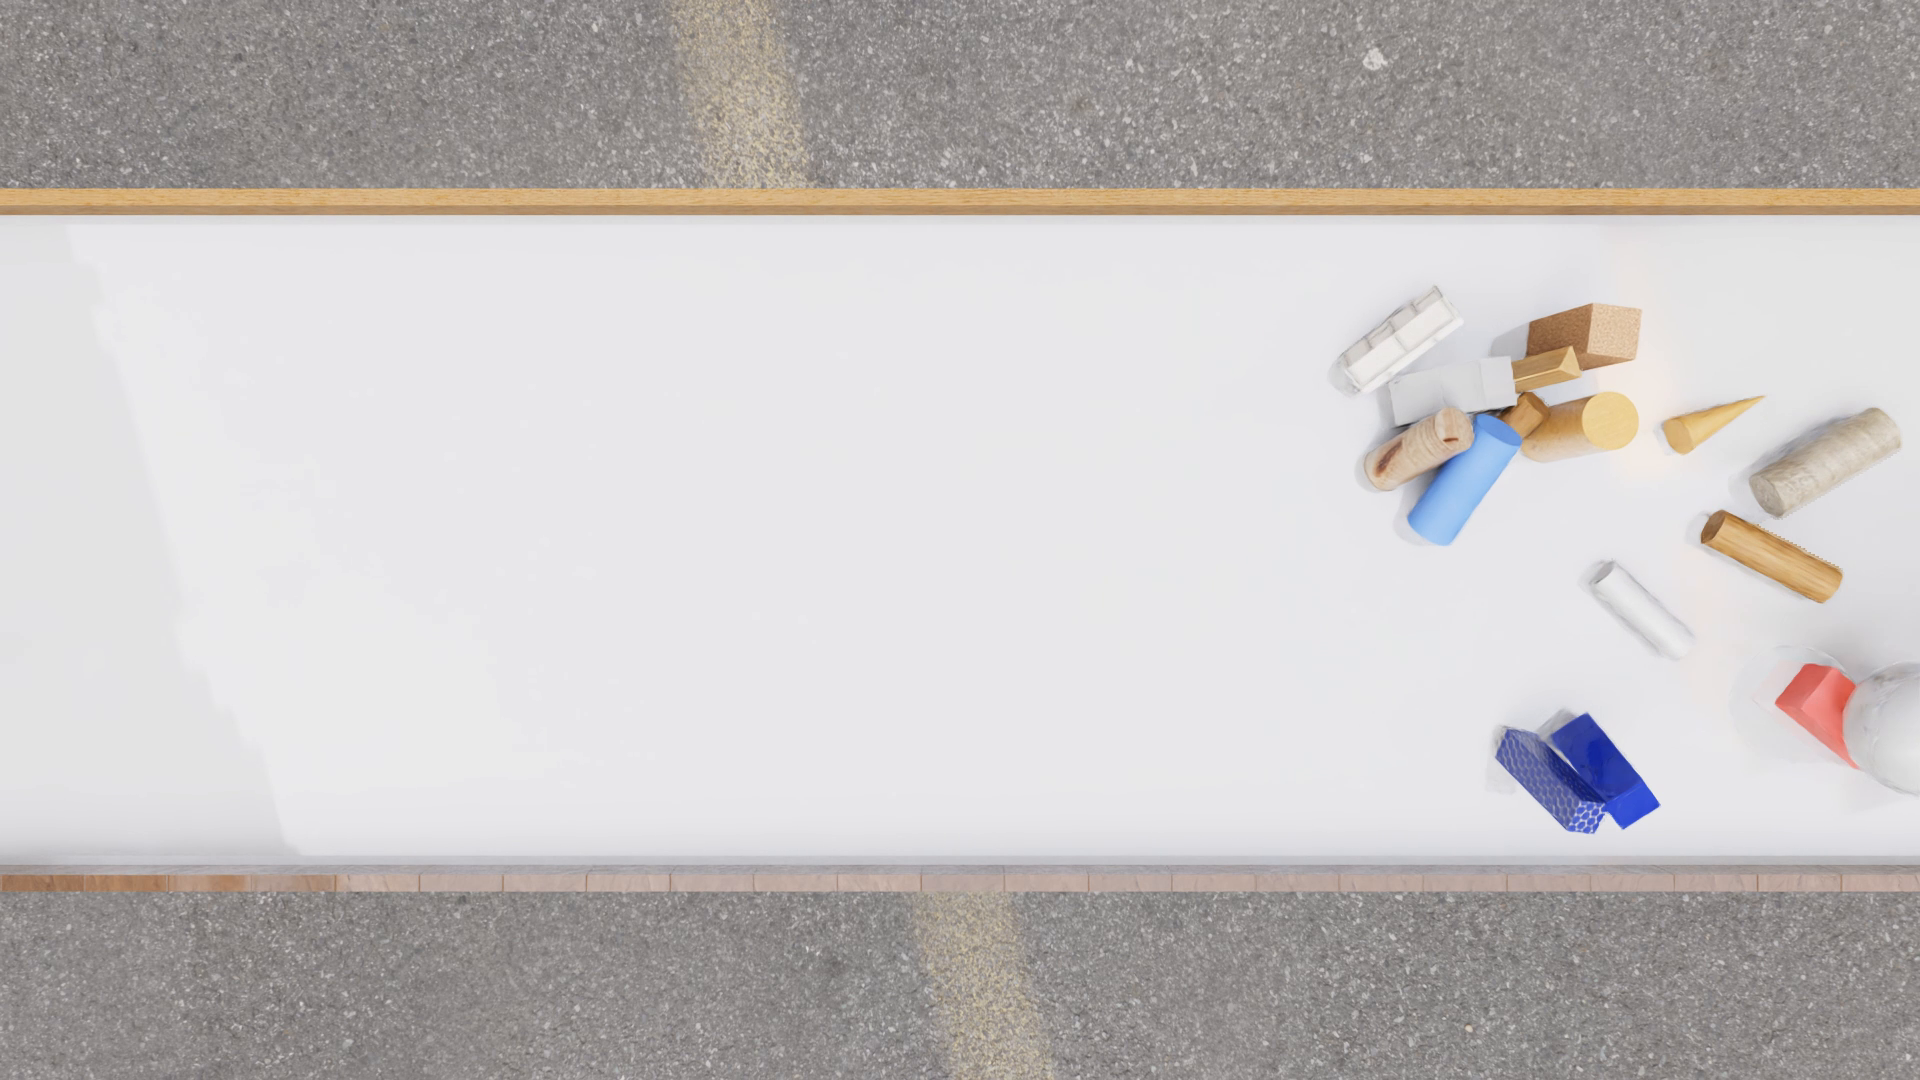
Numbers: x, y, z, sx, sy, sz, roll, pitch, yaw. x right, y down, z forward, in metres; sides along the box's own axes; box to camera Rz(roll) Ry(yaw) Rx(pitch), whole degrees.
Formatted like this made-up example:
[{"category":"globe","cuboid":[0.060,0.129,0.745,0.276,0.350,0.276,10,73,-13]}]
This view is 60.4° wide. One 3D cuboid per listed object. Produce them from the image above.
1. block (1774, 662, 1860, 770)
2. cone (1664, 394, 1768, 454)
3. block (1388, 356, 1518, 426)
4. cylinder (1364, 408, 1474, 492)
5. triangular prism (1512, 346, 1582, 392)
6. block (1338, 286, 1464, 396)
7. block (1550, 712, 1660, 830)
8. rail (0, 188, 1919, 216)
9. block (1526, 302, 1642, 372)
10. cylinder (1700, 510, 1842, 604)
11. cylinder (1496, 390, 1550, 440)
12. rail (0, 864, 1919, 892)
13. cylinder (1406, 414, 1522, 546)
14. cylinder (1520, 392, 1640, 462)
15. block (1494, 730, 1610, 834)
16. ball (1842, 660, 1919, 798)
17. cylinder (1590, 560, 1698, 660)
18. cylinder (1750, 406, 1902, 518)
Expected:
[{"category":"block","cuboid":[2.679,0.541,4.996,0.319,0.161,0.161,39,90,0]},{"category":"cone","cuboid":[2.337,-0.381,5.047,0.340,0.120,0.120,-24,90,-10]},{"category":"block","cuboid":[1.461,-0.441,4.900,0.145,0.331,0.145,-9,90,-36]},{"category":"cylinder","cuboid":[1.359,-0.266,4.898,0.137,0.335,0.137,9,67,-23]},{"category":"triangular prism","cuboid":[1.635,-0.489,4.880,0.094,0.423,0.081,12,77,-29]},{"category":"block","cuboid":[1.323,-0.599,4.954,0.357,0.107,0.107,-38,109,19]},{"category":"block","cuboid":[1.910,0.681,4.891,0.132,0.331,0.132,-37,120,11]},{"category":"rail","cuboid":[-2.247,-1.025,5.002,12.000,0.150,0.050,0,90,0]},{"category":"block","cuboid":[1.828,-0.590,4.856,0.143,0.432,0.143,7,90,-4]},{"category":"cylinder","cuboid":[2.467,0.050,5.018,0.397,0.117,0.117,28,90,0]},{"category":"cylinder","cuboid":[1.615,-0.306,4.945,0.101,0.101,0.312,42,125,0]},{"category":"rail","cuboid":[-2.247,1.025,5.001,12.000,0.150,0.050,0,90,0]},{"category":"cylinder","cuboid":[1.499,-0.176,4.910,0.152,0.152,0.383,27,122,0]},{"category":"cylinder","cuboid":[1.812,-0.328,4.856,0.168,0.427,0.168,0,88,-5]},{"category":"block","cuboid":[1.743,0.709,4.871,0.102,0.389,0.102,9,112,-19]},{"category":"ball","cuboid":[2.745,0.540,4.721,0.390,0.390,0.390,0,90,0]},{"category":"cylinder","cuboid":[2.080,0.215,5.023,0.335,0.106,0.106,43,90,0]},{"category":"cylinder","cuboid":[2.622,-0.237,5.002,0.410,0.150,0.150,-30,90,0]}]
